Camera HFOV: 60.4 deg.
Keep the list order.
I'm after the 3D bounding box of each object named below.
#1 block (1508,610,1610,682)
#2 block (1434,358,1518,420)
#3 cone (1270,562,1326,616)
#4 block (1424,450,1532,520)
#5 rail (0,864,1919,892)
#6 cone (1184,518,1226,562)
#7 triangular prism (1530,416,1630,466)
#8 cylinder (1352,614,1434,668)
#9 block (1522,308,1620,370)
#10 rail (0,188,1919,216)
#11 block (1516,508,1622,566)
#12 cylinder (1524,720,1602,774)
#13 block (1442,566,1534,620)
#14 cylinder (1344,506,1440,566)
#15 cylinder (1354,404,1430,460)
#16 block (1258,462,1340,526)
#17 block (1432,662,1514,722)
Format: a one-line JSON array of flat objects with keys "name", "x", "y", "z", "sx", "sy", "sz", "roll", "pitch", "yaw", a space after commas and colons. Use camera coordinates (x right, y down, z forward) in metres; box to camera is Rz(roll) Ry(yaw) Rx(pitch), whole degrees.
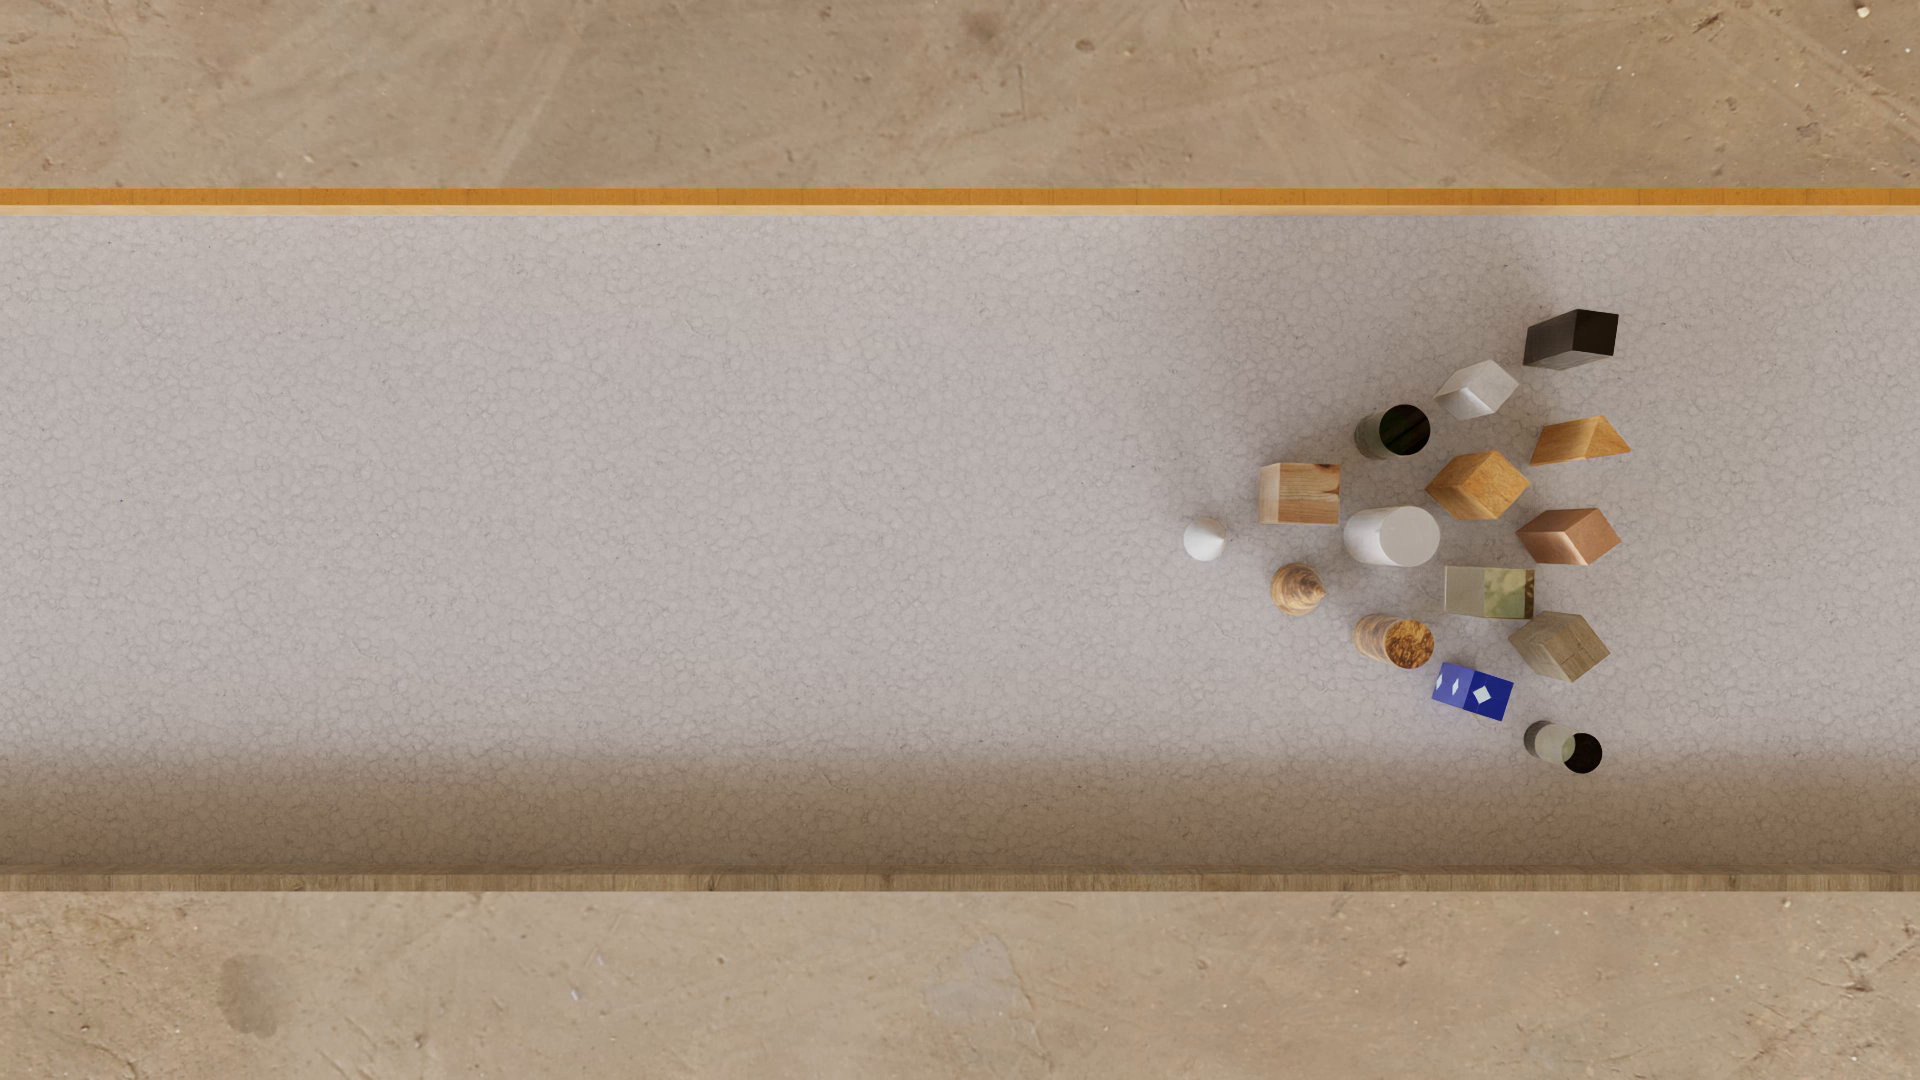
[{"name": "block", "x": 1.784, "y": 0.315, "z": 4.922, "sx": 0.140, "sy": 0.309, "sz": 0.140, "roll": -38, "pitch": 90, "yaw": 0}, {"name": "block", "x": 1.532, "y": -0.443, "z": 4.909, "sx": 0.110, "sy": 0.335, "sz": 0.110, "roll": 41, "pitch": 90, "yaw": 0}, {"name": "cone", "x": 1.037, "y": 0.152, "z": 4.871, "sx": 0.165, "sy": 0.411, "sz": 0.165, "roll": 0, "pitch": 90, "yaw": 0}, {"name": "block", "x": 1.526, "y": -0.159, "z": 4.883, "sx": 0.139, "sy": 0.387, "sz": 0.139, "roll": 43, "pitch": 90, "yaw": 0}, {"name": "rail", "x": -2.247, "y": 1.025, "z": 5.001, "sx": 12.000, "sy": 0.150, "sz": 0.050, "roll": 0, "pitch": 90, "yaw": 0}, {"name": "cone", "x": 0.755, "y": -0.002, "z": 4.899, "sx": 0.133, "sy": 0.355, "sz": 0.133, "roll": 0, "pitch": 90, "yaw": 0}, {"name": "triangular prism", "x": 1.810, "y": -0.295, "z": 4.853, "sx": 0.130, "sy": 0.447, "sz": 0.113, "roll": -9, "pitch": 90, "yaw": 0}, {"name": "cylinder", "x": 1.277, "y": 0.297, "z": 4.881, "sx": 0.139, "sy": 0.391, "sz": 0.139, "roll": 0, "pitch": 90, "yaw": 0}, {"name": "block", "x": 1.799, "y": -0.588, "z": 4.873, "sx": 0.119, "sy": 0.407, "sz": 0.119, "roll": 8, "pitch": 90, "yaw": 0}, {"name": "rail", "x": -2.247, "y": -1.025, "z": 5.002, "sx": 12.000, "sy": 0.150, "sz": 0.050, "roll": 0, "pitch": 90, "yaw": 0}, {"name": "block", "x": 1.789, "y": -0.010, "z": 4.869, "sx": 0.117, "sy": 0.415, "sz": 0.117, "roll": -35, "pitch": 90, "yaw": 0}, {"name": "cylinder", "x": 1.794, "y": 0.615, "z": 4.916, "sx": 0.118, "sy": 0.320, "sz": 0.118, "roll": 0, "pitch": 90, "yaw": 0}, {"name": "block", "x": 1.559, "y": 0.153, "z": 4.880, "sx": 0.141, "sy": 0.392, "sz": 0.141, "roll": 2, "pitch": 90, "yaw": 0}, {"name": "cylinder", "x": 1.265, "y": -0.011, "z": 4.858, "sx": 0.170, "sy": 0.437, "sz": 0.170, "roll": 0, "pitch": 90, "yaw": 0}, {"name": "cylinder", "x": 1.288, "y": -0.319, "z": 4.926, "sx": 0.149, "sy": 0.301, "sz": 0.149, "roll": 0, "pitch": 90, "yaw": 0}, {"name": "block", "x": 1.006, "y": -0.134, "z": 4.914, "sx": 0.173, "sy": 0.325, "sz": 0.173, "roll": 2, "pitch": 90, "yaw": 0}, {"name": "block", "x": 1.524, "y": 0.450, "z": 4.918, "sx": 0.118, "sy": 0.318, "sz": 0.118, "roll": 18, "pitch": 90, "yaw": 0}]
